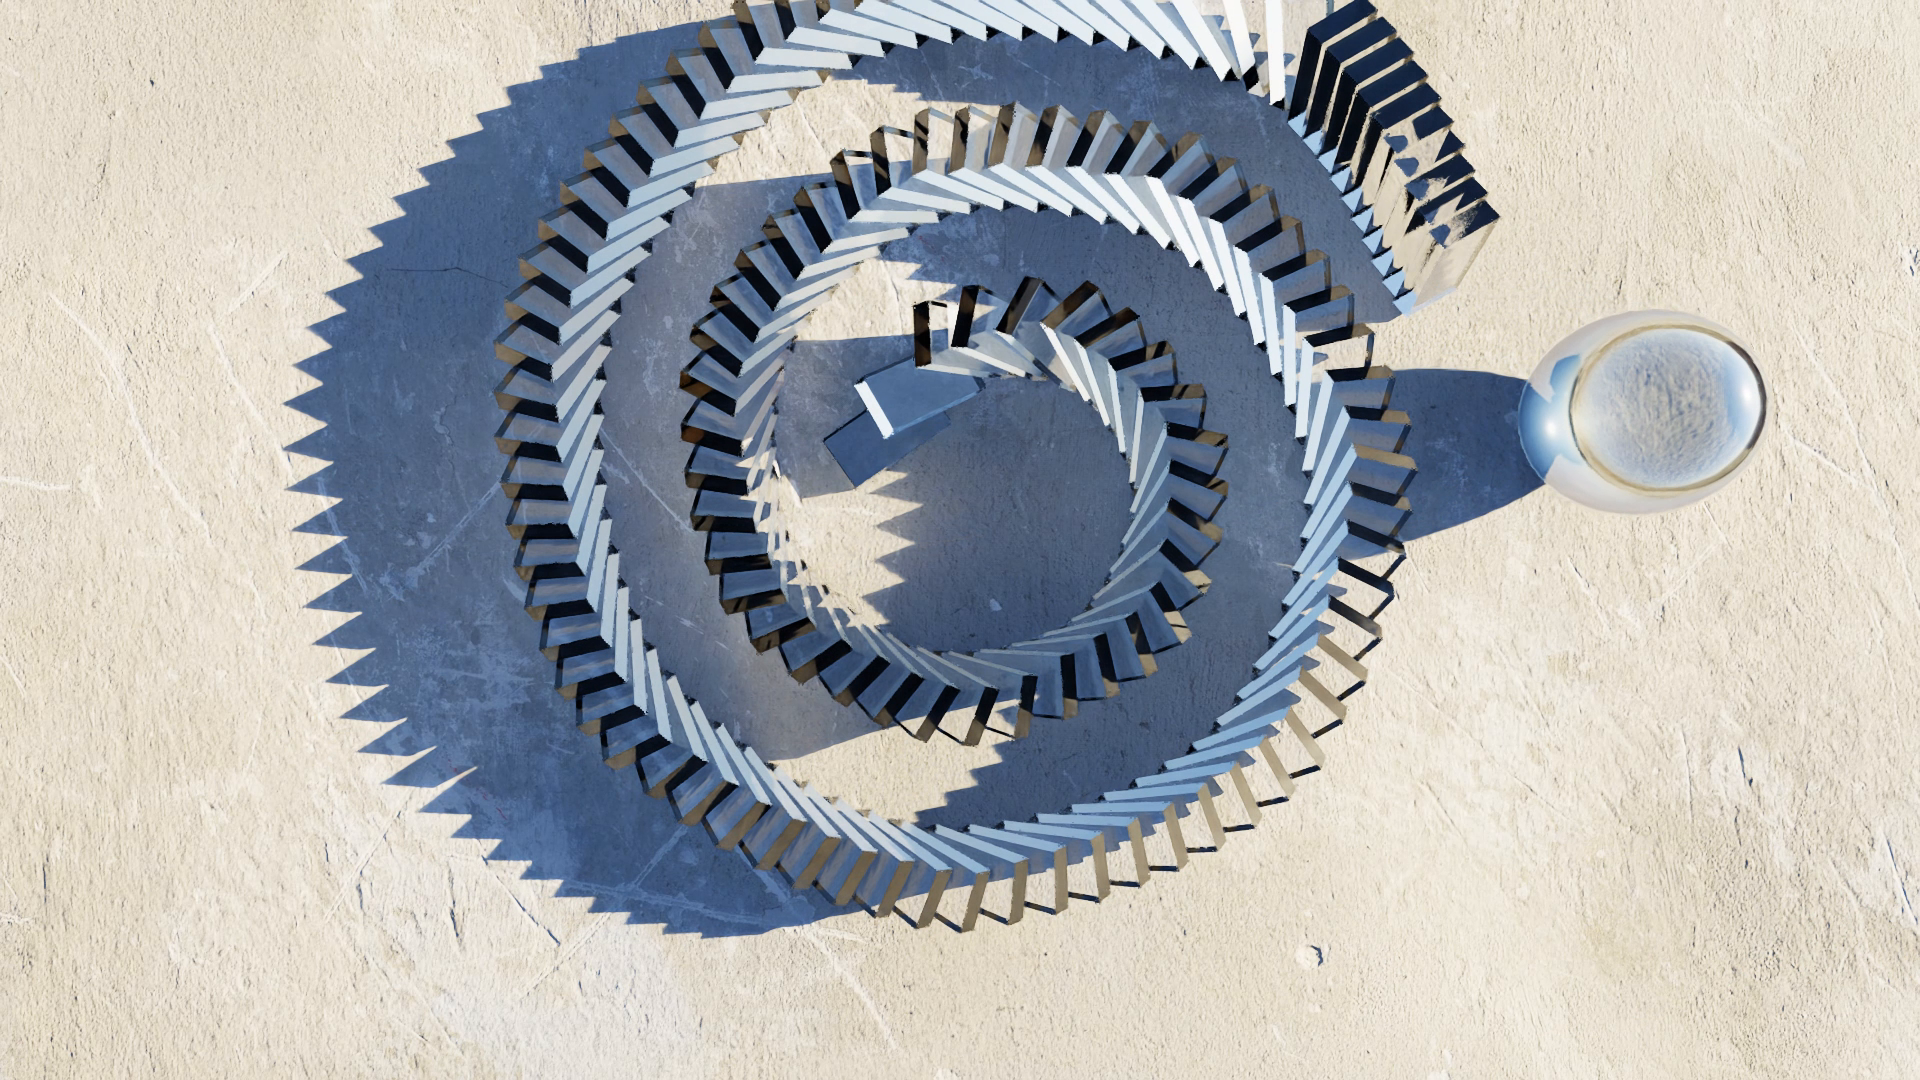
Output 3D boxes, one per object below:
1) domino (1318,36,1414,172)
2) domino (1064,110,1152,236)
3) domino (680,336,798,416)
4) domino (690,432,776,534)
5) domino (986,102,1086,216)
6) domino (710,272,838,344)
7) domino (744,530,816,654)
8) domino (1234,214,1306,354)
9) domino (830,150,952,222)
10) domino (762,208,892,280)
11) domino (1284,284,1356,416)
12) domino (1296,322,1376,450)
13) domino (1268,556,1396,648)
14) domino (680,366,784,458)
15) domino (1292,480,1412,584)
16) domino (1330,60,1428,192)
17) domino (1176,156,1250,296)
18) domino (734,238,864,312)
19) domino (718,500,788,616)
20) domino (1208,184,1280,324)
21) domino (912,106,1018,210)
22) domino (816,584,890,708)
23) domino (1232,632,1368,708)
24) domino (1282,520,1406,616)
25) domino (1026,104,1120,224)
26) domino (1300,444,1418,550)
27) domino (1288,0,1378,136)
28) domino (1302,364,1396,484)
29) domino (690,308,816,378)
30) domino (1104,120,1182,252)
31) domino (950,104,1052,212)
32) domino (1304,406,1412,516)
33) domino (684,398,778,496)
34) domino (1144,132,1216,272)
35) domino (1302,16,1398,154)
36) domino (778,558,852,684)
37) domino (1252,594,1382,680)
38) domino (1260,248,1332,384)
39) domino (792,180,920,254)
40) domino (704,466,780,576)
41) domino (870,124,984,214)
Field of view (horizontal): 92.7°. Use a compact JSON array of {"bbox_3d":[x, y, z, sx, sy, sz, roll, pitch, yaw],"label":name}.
[{"bbox_3d":[0.165,-0.176,0.375,0.025,0.050,0.010,-29,70,0],"label":"domino"},{"bbox_3d":[0.067,-0.151,0.380,0.050,0.009,0.025,25,90,-41],"label":"domino"},{"bbox_3d":[-0.091,-0.074,0.380,0.025,0.010,0.050,28,48,0],"label":"domino"},{"bbox_3d":[-0.093,-0.025,0.380,0.025,0.010,0.050,2,49,0],"label":"domino"},{"bbox_3d":[0.035,-0.157,0.380,0.050,0.009,0.025,13,90,-40],"label":"domino"},{"bbox_3d":[-0.076,-0.103,0.380,0.025,0.009,0.050,44,49,0],"label":"domino"},{"bbox_3d":[-0.077,0.021,0.380,0.025,0.010,0.050,-23,48,0],"label":"domino"},{"bbox_3d":[0.132,-0.105,0.380,0.025,0.009,0.050,-30,130,0],"label":"domino"},{"bbox_3d":[-0.028,-0.146,0.380,0.050,0.010,0.025,-17,90,-42],"label":"domino"},{"bbox_3d":[-0.054,-0.126,0.380,0.050,0.009,0.025,-33,90,-41],"label":"domino"},{"bbox_3d":[0.149,-0.078,0.380,0.025,0.009,0.050,-18,130,0],"label":"domino"},{"bbox_3d":[0.155,-0.063,0.380,0.025,0.010,0.050,-13,130,0],"label":"domino"},{"bbox_3d":[0.153,0.032,0.380,0.025,0.009,0.050,26,130,0],"label":"domino"},{"bbox_3d":[-0.093,-0.057,0.380,0.025,0.009,0.050,16,48,0],"label":"domino"},{"bbox_3d":[0.162,0.001,0.380,0.025,0.009,0.050,17,130,0],"label":"domino"},{"bbox_3d":[0.170,-0.168,0.375,0.025,0.050,0.009,-29,70,0],"label":"domino"},{"bbox_3d":[0.111,-0.129,0.380,0.025,0.009,0.050,-41,130,-1],"label":"domino"},{"bbox_3d":[-0.066,-0.115,0.380,0.025,0.010,0.050,50,49,0],"label":"domino"},{"bbox_3d":[-0.086,0.006,0.380,0.025,0.009,0.050,-12,49,0],"label":"domino"},{"bbox_3d":[0.122,-0.118,0.380,0.025,0.009,0.050,-34,130,0],"label":"domino"},{"bbox_3d":[0.003,-0.157,0.380,0.050,0.009,0.025,3,89,-41],"label":"domino"},{"bbox_3d":[-0.052,0.043,0.380,0.025,0.010,0.050,-45,48,0],"label":"domino"},{"bbox_3d":[0.140,0.062,0.380,0.025,0.010,0.050,38,129,0],"label":"domino"},{"bbox_3d":[0.158,0.017,0.380,0.025,0.009,0.050,22,130,0],"label":"domino"},{"bbox_3d":[0.051,-0.155,0.380,0.050,0.010,0.025,18,90,-40],"label":"domino"},{"bbox_3d":[0.164,-0.014,0.380,0.025,0.010,0.050,13,130,-1],"label":"domino"},{"bbox_3d":[0.151,-0.192,0.375,0.025,0.050,0.010,-31,70,0],"label":"domino"},{"bbox_3d":[0.160,-0.047,0.380,0.025,0.010,0.050,-5,131,0],"label":"domino"},{"bbox_3d":[-0.085,-0.090,0.380,0.025,0.010,0.050,38,49,1],"label":"domino"},{"bbox_3d":[0.082,-0.146,0.380,0.050,0.009,0.025,32,90,-41],"label":"domino"},{"bbox_3d":[0.019,-0.157,0.380,0.050,0.010,0.025,6,89,-41],"label":"domino"},{"bbox_3d":[0.164,-0.031,0.380,0.025,0.010,0.050,6,130,0],"label":"domino"},{"bbox_3d":[-0.094,-0.041,0.380,0.025,0.009,0.050,9,49,0],"label":"domino"},{"bbox_3d":[0.098,-0.139,0.380,0.025,0.010,0.050,-46,131,-1],"label":"domino"},{"bbox_3d":[0.158,-0.184,0.375,0.025,0.050,0.009,-30,70,0],"label":"domino"},{"bbox_3d":[-0.065,0.033,0.380,0.025,0.010,0.050,-34,48,0],"label":"domino"},{"bbox_3d":[0.147,0.047,0.381,0.025,0.010,0.050,31,129,0],"label":"domino"},{"bbox_3d":[0.141,-0.092,0.380,0.025,0.010,0.050,-24,130,0],"label":"domino"},{"bbox_3d":[-0.042,-0.136,0.380,0.050,0.010,0.025,-28,90,-41],"label":"domino"},{"bbox_3d":[-0.090,-0.009,0.380,0.025,0.010,0.050,-6,49,0],"label":"domino"},{"bbox_3d":[-0.013,-0.153,0.380,0.050,0.010,0.025,-7,89,-41],"label":"domino"}]
